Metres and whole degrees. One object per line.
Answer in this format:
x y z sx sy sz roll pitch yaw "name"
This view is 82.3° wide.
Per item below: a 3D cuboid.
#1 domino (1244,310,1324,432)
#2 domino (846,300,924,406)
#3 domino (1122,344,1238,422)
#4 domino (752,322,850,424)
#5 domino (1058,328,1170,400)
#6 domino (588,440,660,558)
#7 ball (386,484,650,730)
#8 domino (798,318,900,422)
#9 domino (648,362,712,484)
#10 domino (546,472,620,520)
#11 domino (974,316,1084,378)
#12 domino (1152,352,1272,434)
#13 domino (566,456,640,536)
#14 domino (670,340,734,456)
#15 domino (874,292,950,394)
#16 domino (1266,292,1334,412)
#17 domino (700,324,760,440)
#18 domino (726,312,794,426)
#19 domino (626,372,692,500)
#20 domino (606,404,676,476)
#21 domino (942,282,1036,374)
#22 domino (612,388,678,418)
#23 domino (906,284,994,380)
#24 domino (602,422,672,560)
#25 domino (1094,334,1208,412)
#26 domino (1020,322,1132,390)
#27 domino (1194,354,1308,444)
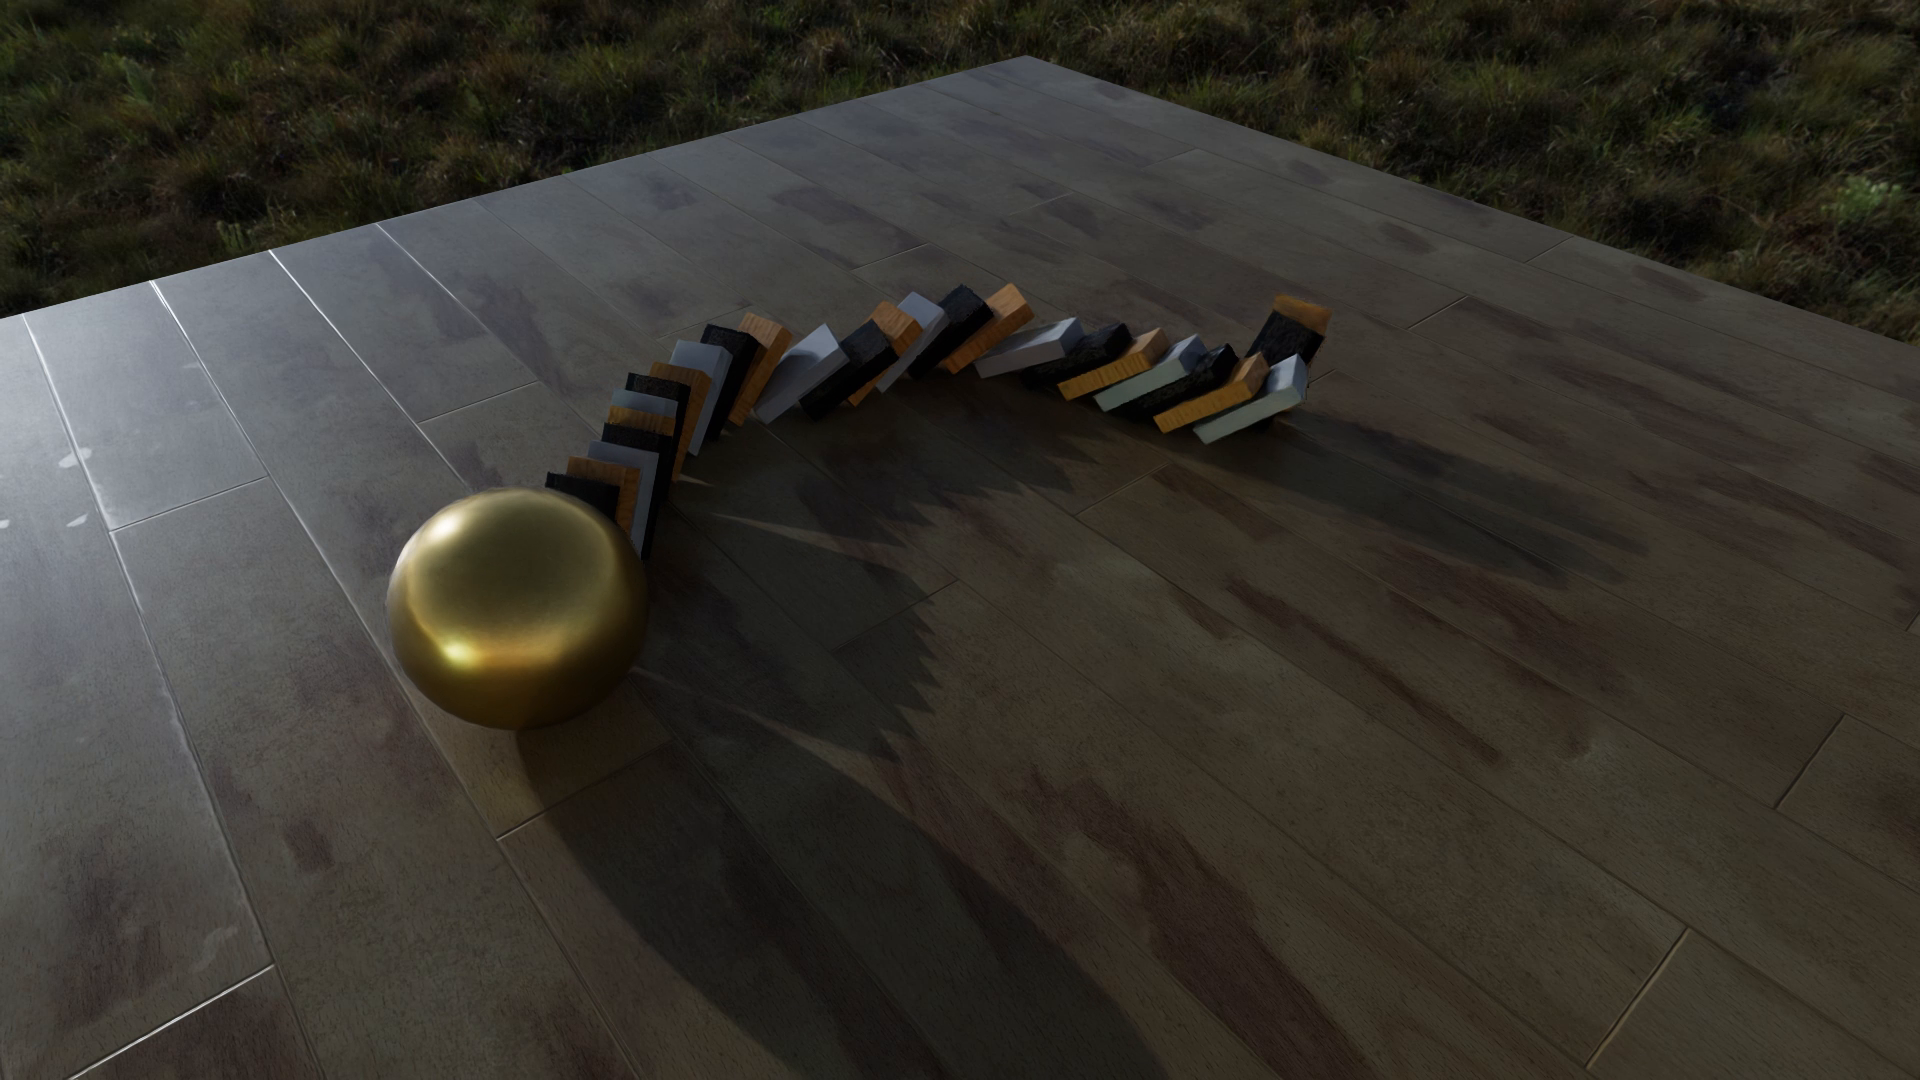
0.143 -0.078 0.509 0.009 0.050 0.025 12 24 -45 "domino"
-0.044 -0.091 0.534 0.050 0.010 0.025 -49 53 -4 "domino"
0.101 -0.072 0.508 0.050 0.009 0.025 -21 21 45 "domino"
-0.078 -0.079 0.520 0.050 0.010 0.025 -36 43 6 "domino"
0.073 -0.083 0.523 0.050 0.010 0.025 -17 23 42 "domino"
-0.135 -0.012 0.430 0.025 0.050 0.009 12 4 15 "domino"
-0.144 0.022 0.361 0.080 0.080 0.080 0 39 0 "ball"
-0.055 -0.081 0.521 0.050 0.009 0.025 -36 48 6 "domino"
-0.130 -0.052 0.485 0.025 0.009 0.050 13 78 15 "domino"
-0.145 0.002 0.413 0.025 0.050 0.009 12 4 15 "domino"
0.034 -0.095 0.541 0.050 0.009 0.025 -9 30 37 "domino"
0.114 -0.067 0.500 0.050 0.009 0.025 -20 22 45 "domino"
-0.140 -0.005 0.421 0.025 0.050 0.010 12 4 15 "domino"
-0.124 -0.065 0.498 0.025 0.010 0.050 13 78 23 "domino"
-0.031 -0.098 0.545 0.050 0.010 0.025 -47 53 -6 "domino"
0.154 -0.088 0.520 0.025 0.050 0.010 30 23 31 "domino"
-0.115 -0.073 0.509 0.025 0.009 0.050 17 80 26 "domino"
-0.102 -0.081 0.518 0.025 0.009 0.050 27 85 33 "domino"
-0.133 -0.044 0.470 0.025 0.050 0.010 13 1 15 "domino"
-0.134 -0.028 0.449 0.025 0.050 0.010 13 3 15 "domino"
0.011 -0.107 0.553 0.050 0.010 0.025 -34 39 8 "domino"
-0.136 -0.036 0.459 0.025 0.050 0.010 13 3 15 "domino"
-0.010 -0.104 0.551 0.050 0.010 0.025 -41 45 0 "domino"
-0.133 -0.019 0.439 0.025 0.050 0.009 13 4 15 "domino"
0.089 -0.078 0.515 0.050 0.010 0.025 -21 20 45 "domino"
0.056 -0.089 0.531 0.050 0.009 0.025 -13 26 41 "domino"
0.131 -0.063 0.495 0.050 0.009 0.025 -25 27 39 "domino"
